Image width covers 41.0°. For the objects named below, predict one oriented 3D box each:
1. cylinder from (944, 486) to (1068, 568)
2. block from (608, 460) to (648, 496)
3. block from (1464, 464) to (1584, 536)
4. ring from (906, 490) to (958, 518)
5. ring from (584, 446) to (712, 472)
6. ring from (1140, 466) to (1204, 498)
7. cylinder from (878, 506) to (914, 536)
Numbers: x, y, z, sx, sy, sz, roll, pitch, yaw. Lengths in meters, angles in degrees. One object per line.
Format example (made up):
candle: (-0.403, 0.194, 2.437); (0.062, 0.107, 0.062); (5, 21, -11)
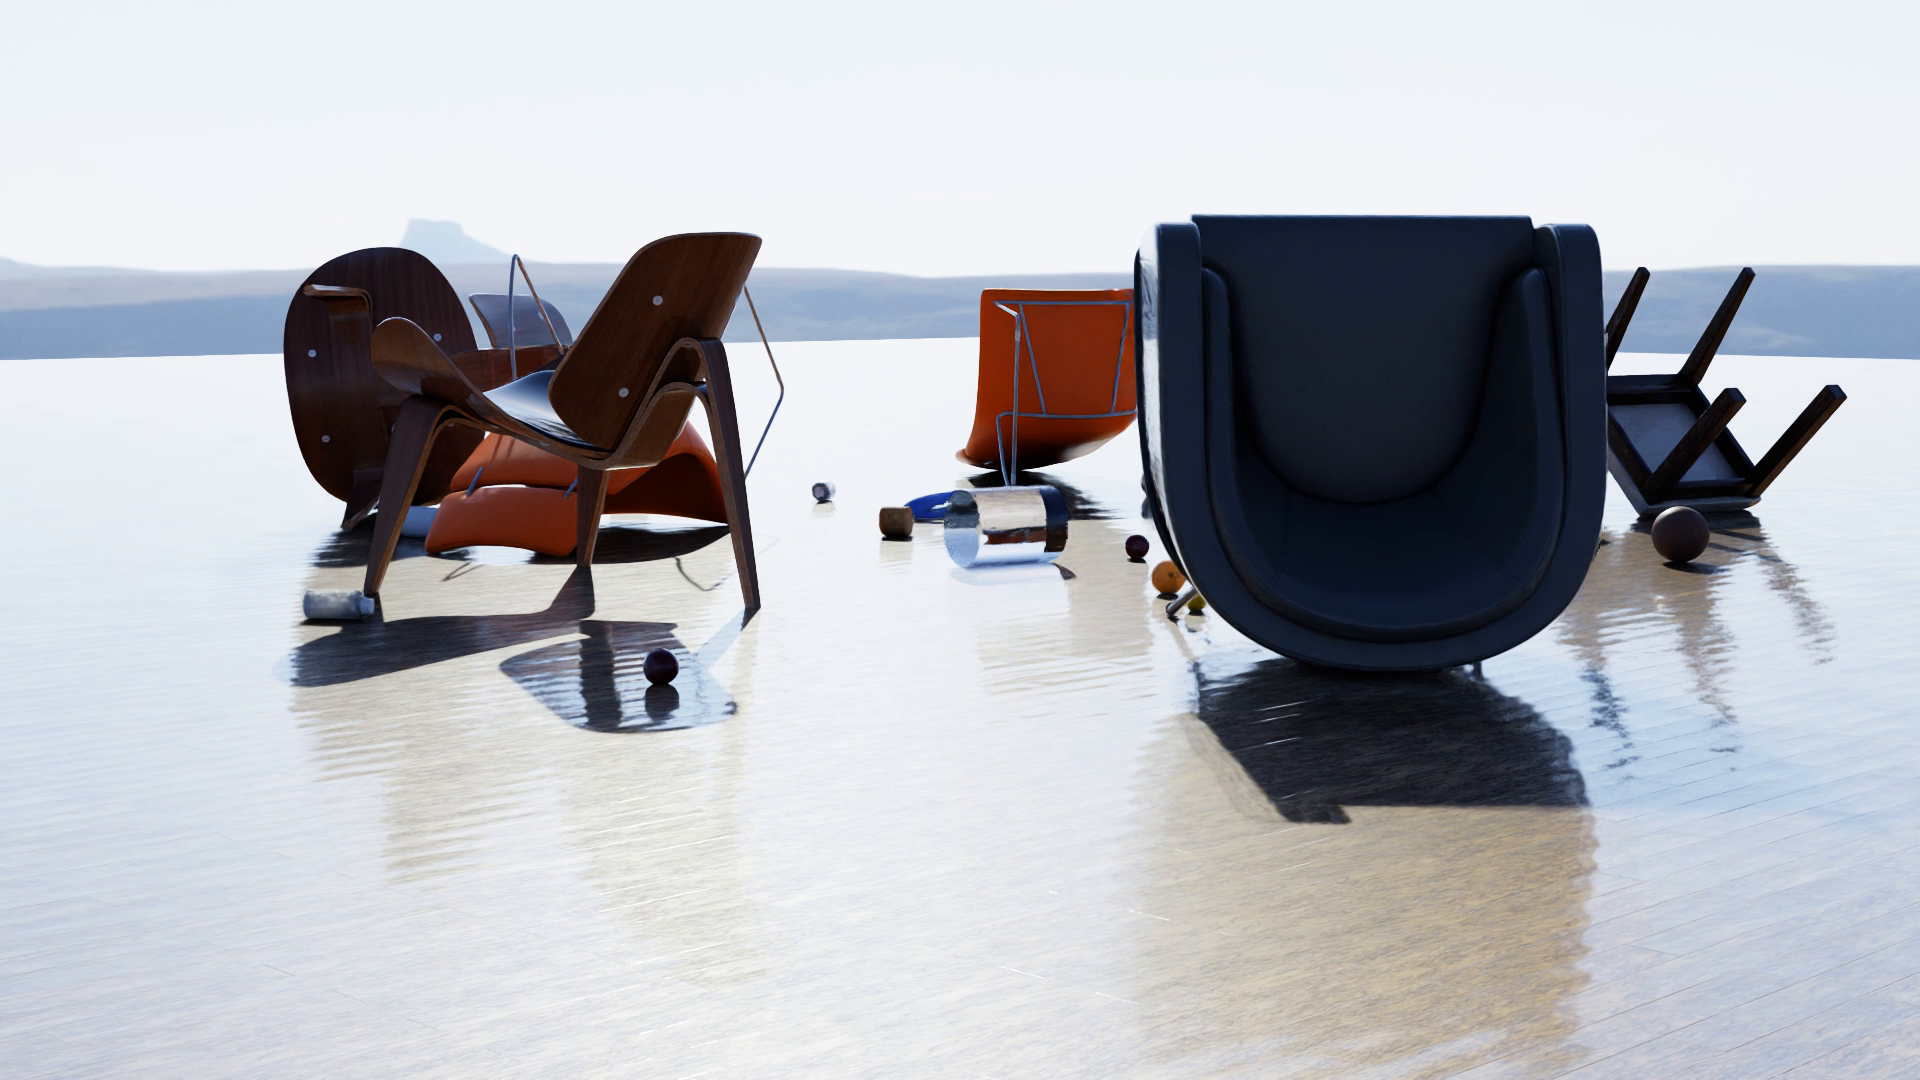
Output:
cylinder: (0.105, -0.032, 5.856); (0.230, 0.178, 0.169); (-3, 28, -30)
block: (-1.001, -0.188, 7.758); (0.088, 0.098, 0.080); (5, 8, 41)
block: (1.462, -0.105, 6.659); (0.166, 0.158, 0.265); (-4, 7, -31)
ring: (-0.038, -0.096, 6.967); (0.242, 0.086, 0.039); (-7, 46, -6)
ring: (-1.065, -0.275, 8.759); (0.436, 0.066, 0.466); (-1, 7, -18)
ring: (0.635, -0.174, 7.691); (0.170, 0.087, 0.242); (-4, 6, -25)
cylinder: (-0.163, -0.049, 6.520); (0.067, 0.078, 0.073); (2, 47, 20)
